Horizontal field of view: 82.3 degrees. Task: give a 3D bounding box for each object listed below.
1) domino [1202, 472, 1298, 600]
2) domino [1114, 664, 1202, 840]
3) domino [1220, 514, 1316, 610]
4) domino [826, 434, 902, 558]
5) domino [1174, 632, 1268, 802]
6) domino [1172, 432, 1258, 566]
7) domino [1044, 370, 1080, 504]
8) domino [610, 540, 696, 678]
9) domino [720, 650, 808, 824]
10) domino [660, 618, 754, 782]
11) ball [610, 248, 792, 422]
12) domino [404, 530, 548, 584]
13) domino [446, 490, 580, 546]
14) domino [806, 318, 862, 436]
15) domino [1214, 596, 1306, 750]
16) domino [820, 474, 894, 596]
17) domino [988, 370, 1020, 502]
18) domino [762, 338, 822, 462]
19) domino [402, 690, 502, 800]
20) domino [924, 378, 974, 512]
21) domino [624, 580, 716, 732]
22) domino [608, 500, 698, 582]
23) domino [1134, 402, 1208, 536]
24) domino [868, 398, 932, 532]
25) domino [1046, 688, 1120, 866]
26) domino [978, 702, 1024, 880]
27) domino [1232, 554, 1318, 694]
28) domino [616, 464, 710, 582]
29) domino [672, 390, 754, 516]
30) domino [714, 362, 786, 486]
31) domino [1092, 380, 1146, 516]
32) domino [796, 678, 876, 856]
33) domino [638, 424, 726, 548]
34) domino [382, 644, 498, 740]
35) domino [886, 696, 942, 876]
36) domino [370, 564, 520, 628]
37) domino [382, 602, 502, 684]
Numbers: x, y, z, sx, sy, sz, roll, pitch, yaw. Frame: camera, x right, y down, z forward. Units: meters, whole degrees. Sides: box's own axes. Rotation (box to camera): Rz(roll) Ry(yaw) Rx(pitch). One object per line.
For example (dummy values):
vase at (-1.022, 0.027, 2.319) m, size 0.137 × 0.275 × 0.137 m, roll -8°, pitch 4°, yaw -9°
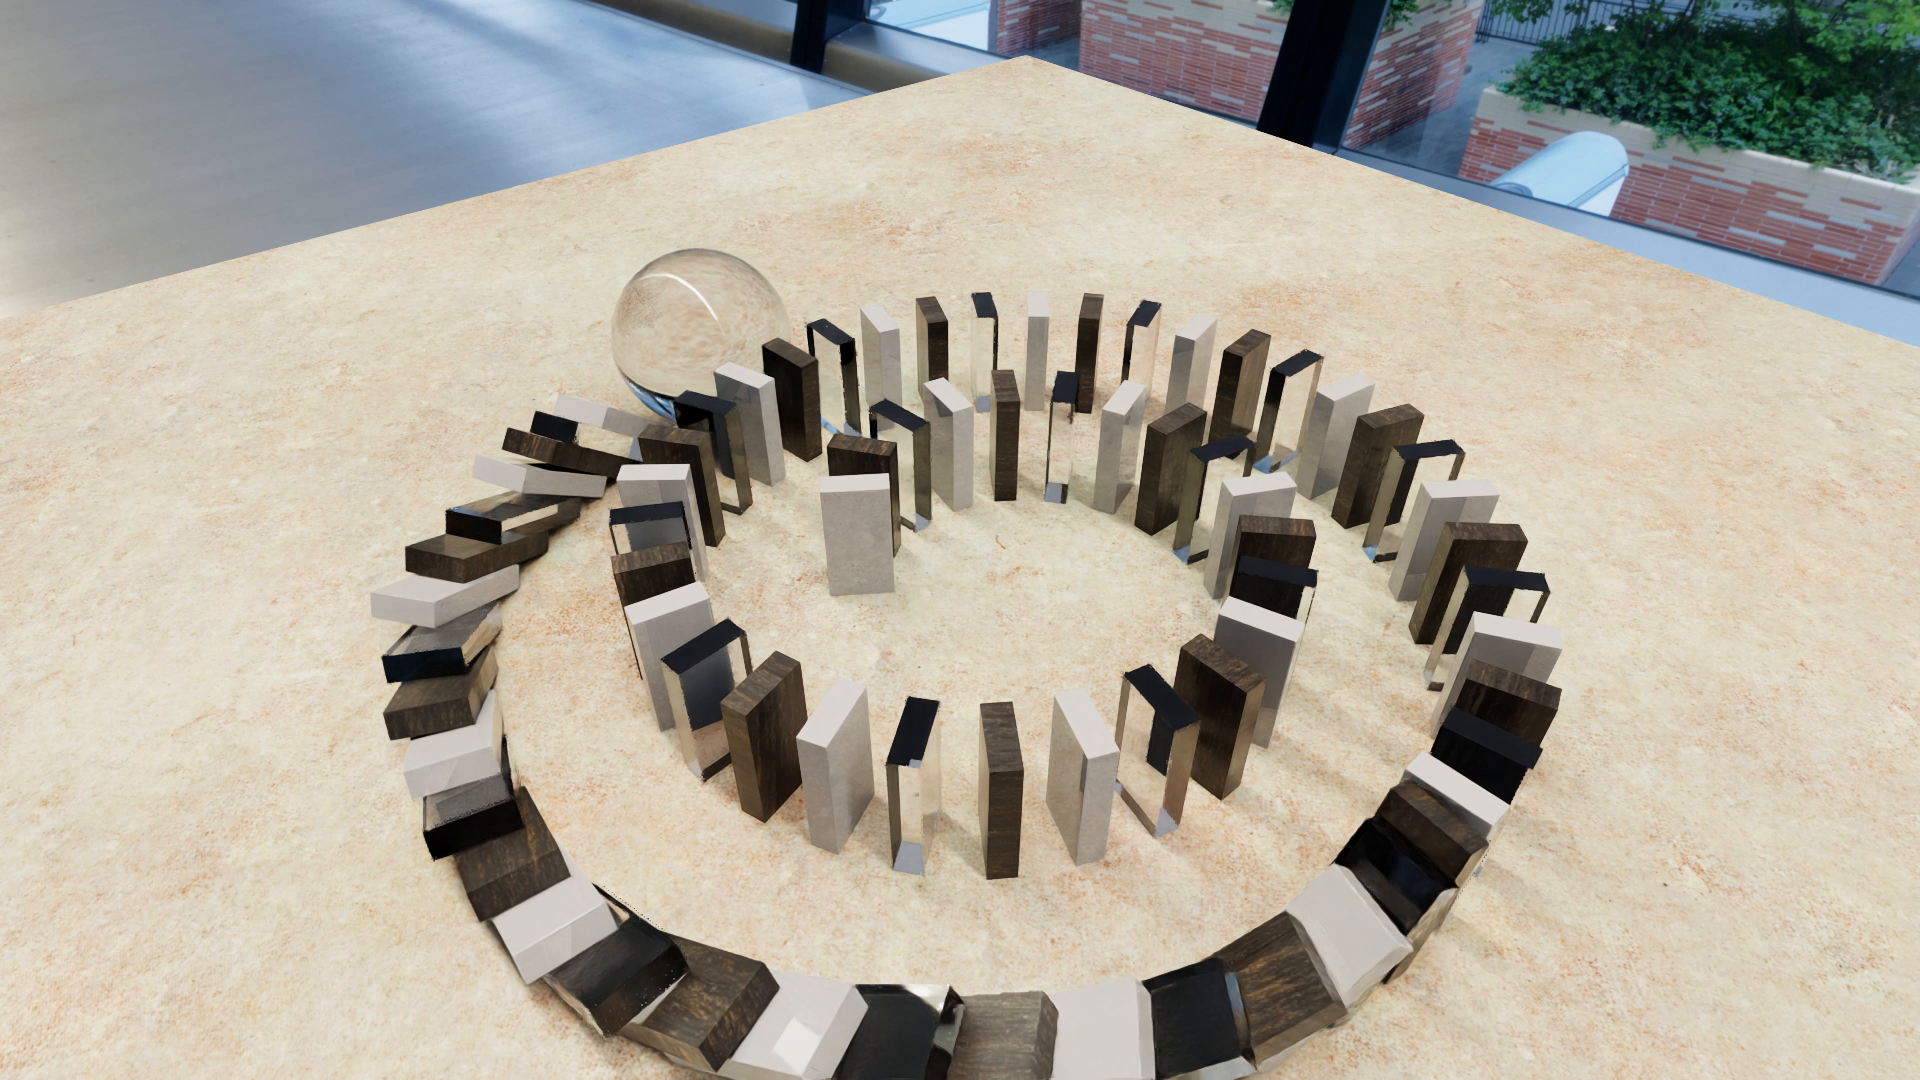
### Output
domino at (0.108, -0.001, 0.413) m, size 0.025 × 0.050 × 0.009 m, roll -9°, pitch 40°, yaw -10°
domino at (0.058, 0.064, 0.333) m, size 0.009 × 0.050 × 0.025 m, roll -19°, pitch 43°, yaw -21°
domino at (0.109, 0.014, 0.394) m, size 0.025 × 0.050 × 0.009 m, roll 4°, pitch 40°, yaw 5°
domino at (-0.037, -0.017, 0.432) m, size 0.025 × 0.050 × 0.010 m, roll 9°, pitch 40°, yaw 11°
domino at (0.078, 0.056, 0.343) m, size 0.010 × 0.050 × 0.025 m, roll -29°, pitch 47°, yaw -30°
domino at (0.099, -0.016, 0.430) m, size 0.025 × 0.050 × 0.009 m, roll -19°, pitch 43°, yaw -22°
domino at (0.043, -0.043, 0.464) m, size 0.009 × 0.050 × 0.025 m, roll 7°, pitch 40°, yaw 8°
domino at (-0.103, 0.025, 0.381) m, size 0.025 × 0.050 × 0.010 m, roll -13°, pitch 41°, yaw -15°
domino at (-0.058, 0.061, 0.337) m, size 0.009 × 0.050 × 0.025 m, roll 22°, pitch 44°, yaw 24°
domino at (-0.078, 0.051, 0.349) m, size 0.009 × 0.050 × 0.025 m, roll 31°, pitch 49°, yaw 32°
ball at (-0.117, -0.091, 0.499) m, size 0.080 × 0.080 × 0.080 m, roll 0°, pitch 39°, yaw 0°
domino at (-0.185, 0.003, 0.423) m, size 0.025 × 0.010 × 0.050 m, roll 11°, pitch 16°, yaw 13°
domino at (-0.178, -0.010, 0.440) m, size 0.025 × 0.010 × 0.050 m, roll 11°, pitch 16°, yaw 13°
domino at (-0.057, -0.072, 0.500) m, size 0.009 × 0.050 × 0.025 m, roll -27°, pitch 46°, yaw -29°
domino at (0.094, 0.044, 0.358) m, size 0.025 × 0.050 × 0.010 m, roll 20°, pitch 44°, yaw 23°
domino at (-0.038, -0.001, 0.413) m, size 0.025 × 0.050 × 0.010 m, roll -3°, pitch 39°, yaw -4°
domino at (0.019, -0.044, 0.465) m, size 0.009 × 0.050 × 0.025 m, roll -3°, pitch 39°, yaw -3°
domino at (-0.074, -0.061, 0.485) m, size 0.025 × 0.050 × 0.009 m, roll 31°, pitch 49°, yaw 28°
domino at (-0.160, 0.064, 0.350) m, size 0.025 × 0.010 × 0.050 m, roll -16°, pitch 18°, yaw -18°
domino at (-0.005, -0.039, 0.460) m, size 0.009 × 0.050 × 0.025 m, roll -20°, pitch 43°, yaw -22°
domino at (-0.093, 0.039, 0.364) m, size 0.025 × 0.050 × 0.009 m, roll -20°, pitch 43°, yaw -23°
domino at (-0.109, 0.010, 0.399) m, size 0.025 × 0.050 × 0.009 m, roll -7°, pitch 40°, yaw -9°
domino at (0.085, -0.028, 0.446) m, size 0.025 × 0.050 × 0.010 m, roll -29°, pitch 47°, yaw -31°
domino at (-0.024, -0.030, 0.448) m, size 0.025 × 0.050 × 0.010 m, roll 31°, pitch 49°, yaw 32°
domino at (0.035, 0.071, 0.325) m, size 0.010 × 0.050 × 0.025 m, roll -12°, pitch 41°, yaw -14°
domino at (0.011, 0.074, 0.321) m, size 0.009 × 0.050 × 0.025 m, roll -3°, pitch 39°, yaw -4°
domino at (0.104, 0.030, 0.375) m, size 0.025 × 0.050 × 0.009 m, roll 12°, pitch 41°, yaw 14°
domino at (-0.112, -0.006, 0.418) m, size 0.025 × 0.050 × 0.009 m, roll -1°, pitch 39°, yaw -1°
domino at (-0.102, -0.036, 0.455) m, size 0.025 × 0.050 × 0.009 m, roll 16°, pitch 42°, yaw 19°
domino at (-0.090, -0.049, 0.472) m, size 0.025 × 0.050 × 0.009 m, roll 23°, pitch 44°, yaw 25°
domino at (0.066, -0.038, 0.458) m, size 0.010 × 0.050 × 0.025 m, roll 18°, pitch 43°, yaw 21°
domino at (-0.036, 0.068, 0.328) m, size 0.009 × 0.050 × 0.025 m, roll 15°, pitch 42°, yaw 17°
domino at (-0.110, -0.021, 0.437) m, size 0.025 × 0.050 × 0.009 m, roll 8°, pitch 40°, yaw 10°
domino at (-0.172, 0.050, 0.367) m, size 0.025 × 0.009 × 0.050 m, roll -10°, pitch 17°, yaw -12°
domino at (-0.013, 0.073, 0.323) m, size 0.009 × 0.050 × 0.025 m, roll 8°, pitch 40°, yaw 9°
domino at (-0.188, 0.018, 0.405) m, size 0.025 × 0.010 × 0.050 m, roll 8°, pitch 15°, yaw 10°
domino at (-0.180, 0.035, 0.385) m, size 0.025 × 0.009 × 0.050 m, roll -6°, pitch 15°, yaw -8°
